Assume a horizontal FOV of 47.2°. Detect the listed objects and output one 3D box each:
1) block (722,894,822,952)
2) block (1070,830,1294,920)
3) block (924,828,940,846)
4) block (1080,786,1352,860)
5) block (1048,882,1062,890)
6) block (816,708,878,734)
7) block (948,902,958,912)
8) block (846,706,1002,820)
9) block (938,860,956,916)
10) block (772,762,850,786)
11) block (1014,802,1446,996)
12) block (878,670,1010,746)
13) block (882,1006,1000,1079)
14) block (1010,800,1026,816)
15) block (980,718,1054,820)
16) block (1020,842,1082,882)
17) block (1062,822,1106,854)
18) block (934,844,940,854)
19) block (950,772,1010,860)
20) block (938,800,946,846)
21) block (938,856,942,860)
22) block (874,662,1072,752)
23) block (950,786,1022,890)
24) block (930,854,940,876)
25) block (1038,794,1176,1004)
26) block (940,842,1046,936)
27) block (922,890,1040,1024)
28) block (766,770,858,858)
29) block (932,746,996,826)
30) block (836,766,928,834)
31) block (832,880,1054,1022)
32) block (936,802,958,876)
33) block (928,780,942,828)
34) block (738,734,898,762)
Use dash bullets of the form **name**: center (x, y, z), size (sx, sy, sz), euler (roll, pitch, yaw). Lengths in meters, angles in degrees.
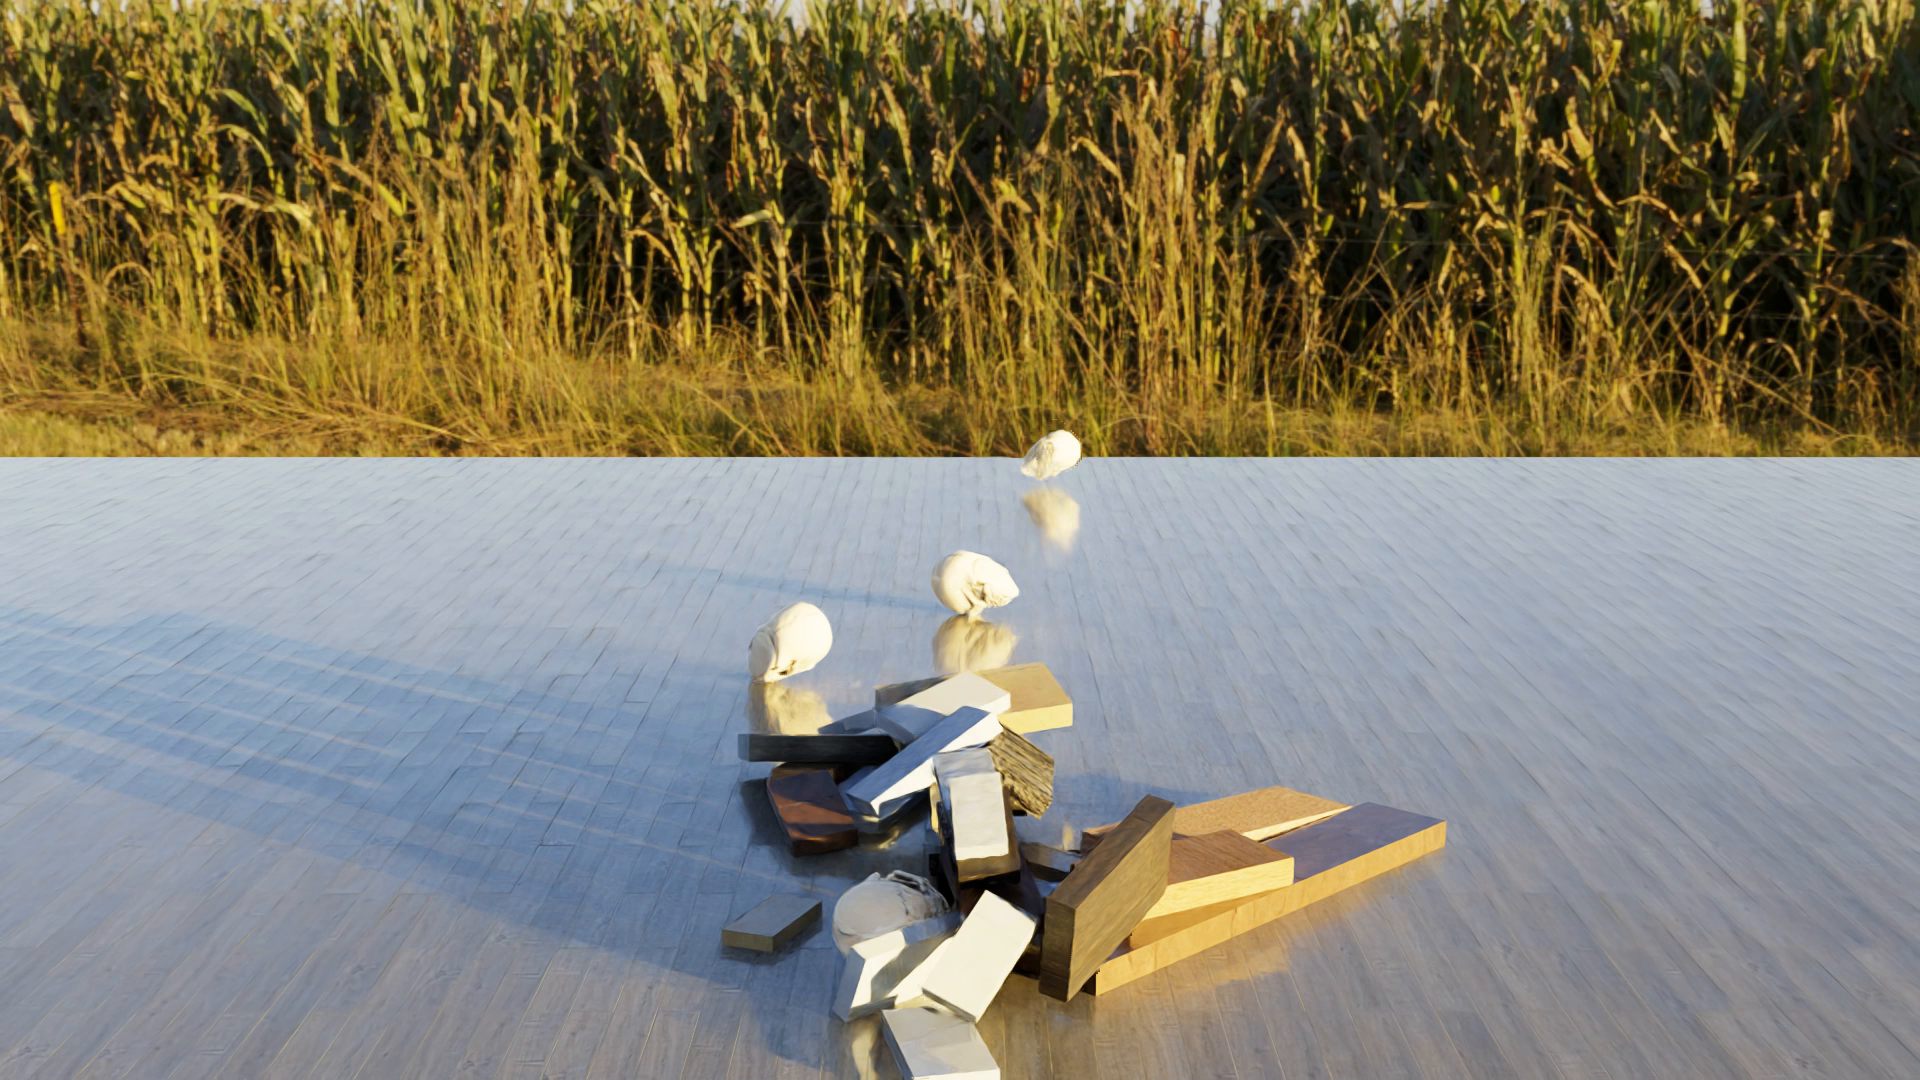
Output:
- **block**: center (-0.298, 0.608, 3.501), size (0.089, 0.025, 0.177), euler (4, 11, 22)
- **block**: center (0.359, 0.539, 3.553), size (0.328, 0.046, 0.164), euler (-7, 13, -32)
- **block**: center (0.004, 0.509, 3.749), size (0.082, 0.023, 0.164), euler (1, -2, -19)
- **block**: center (0.458, 0.514, 3.875), size (0.521, 0.049, 0.172), euler (-6, 12, -42)
- **block**: center (0.121, 0.594, 3.589), size (0.078, 0.022, 0.156), euler (2, 11, 9)
- **block**: center (-0.149, 0.361, 4.557), size (0.268, 0.038, 0.134), euler (-16, -5, -29)
- **block**: center (0.015, 0.587, 3.403), size (0.073, 0.021, 0.146), euler (-4, -25, -15)
- **block**: center (-0.065, 0.399, 3.965), size (0.276, 0.039, 0.138), euler (-35, 14, -17)
- **block**: center (0.001, 0.557, 3.505), size (0.073, 0.146, 0.021), euler (0, 51, -1)
- **block**: center (-0.283, 0.447, 4.219), size (0.117, 0.033, 0.233), euler (0, -1, 5)
- **block**: center (0.472, 0.574, 3.626), size (0.164, 0.046, 0.960), euler (10, 14, 43)
- **block**: center (-0.030, 0.321, 4.153), size (0.233, 0.033, 0.117), euler (-22, 35, -37)
- **block**: center (-0.029, 0.697, 3.004), size (0.115, 0.033, 0.230), euler (-2, 11, -12)
- **block**: center (0.045, 0.394, 4.201), size (0.134, 0.038, 0.455), euler (0, 24, -2)
- **block**: center (0.101, 0.409, 3.970), size (0.138, 0.039, 0.276), euler (35, 10, -3)
- **block**: center (0.166, 0.558, 3.772), size (0.177, 0.025, 0.089), euler (9, 14, 41)
- **block**: center (0.222, 0.535, 3.902), size (0.078, 0.022, 0.156), euler (0, 11, 2)
- **block**: center (-0.003, 0.534, 3.811), size (0.082, 0.023, 0.164), euler (0, -2, 1)
- **block**: center (0.028, 0.411, 3.281), size (0.078, 0.022, 0.156), euler (-6, 36, 0)
- **block**: center (0.004, 0.462, 3.529), size (0.074, 0.021, 0.149), euler (-1, 21, -3)
- **block**: center (0.003, 0.553, 3.544), size (0.074, 0.021, 0.148), euler (0, -34, -1)
- **block**: center (0.025, 0.321, 4.248), size (0.345, 0.049, 0.172), euler (-8, 27, -16)
- **block**: center (0.037, 0.442, 3.277), size (0.090, 0.026, 0.181), euler (-6, 36, -1)
- **block**: center (-0.009, 0.544, 3.680), size (0.082, 0.023, 0.164), euler (0, -13, 0)
- **block**: center (0.220, 0.525, 3.247), size (0.046, 0.164, 0.328), euler (17, 29, 25)
- **block**: center (0.050, 0.517, 3.263), size (0.115, 0.033, 0.230), euler (-11, 24, -8)
- **block**: center (0.030, 0.587, 3.105), size (0.089, 0.025, 0.177), euler (25, 56, 19)
- **block**: center (-0.267, 0.490, 3.960), size (0.117, 0.033, 0.233), euler (-10, 23, -13)
- **block**: center (0.013, 0.384, 3.440), size (0.090, 0.026, 0.181), euler (-9, 23, -4)
- **block**: center (-0.165, 0.485, 4.127), size (0.138, 0.039, 0.276), euler (4, 11, 19)
- **block**: center (-0.016, 0.606, 3.258), size (0.397, 0.115, 0.033), euler (-10, 37, -44)
- **block**: center (0.021, 0.448, 3.352), size (0.090, 0.026, 0.181), euler (-9, 22, -4)
- **block**: center (0.012, 0.448, 3.924), size (0.134, 0.038, 0.268), euler (0, 14, -3)
- **block**: center (-0.255, 0.408, 4.336), size (0.345, 0.049, 0.172), euler (1, -3, -13)
